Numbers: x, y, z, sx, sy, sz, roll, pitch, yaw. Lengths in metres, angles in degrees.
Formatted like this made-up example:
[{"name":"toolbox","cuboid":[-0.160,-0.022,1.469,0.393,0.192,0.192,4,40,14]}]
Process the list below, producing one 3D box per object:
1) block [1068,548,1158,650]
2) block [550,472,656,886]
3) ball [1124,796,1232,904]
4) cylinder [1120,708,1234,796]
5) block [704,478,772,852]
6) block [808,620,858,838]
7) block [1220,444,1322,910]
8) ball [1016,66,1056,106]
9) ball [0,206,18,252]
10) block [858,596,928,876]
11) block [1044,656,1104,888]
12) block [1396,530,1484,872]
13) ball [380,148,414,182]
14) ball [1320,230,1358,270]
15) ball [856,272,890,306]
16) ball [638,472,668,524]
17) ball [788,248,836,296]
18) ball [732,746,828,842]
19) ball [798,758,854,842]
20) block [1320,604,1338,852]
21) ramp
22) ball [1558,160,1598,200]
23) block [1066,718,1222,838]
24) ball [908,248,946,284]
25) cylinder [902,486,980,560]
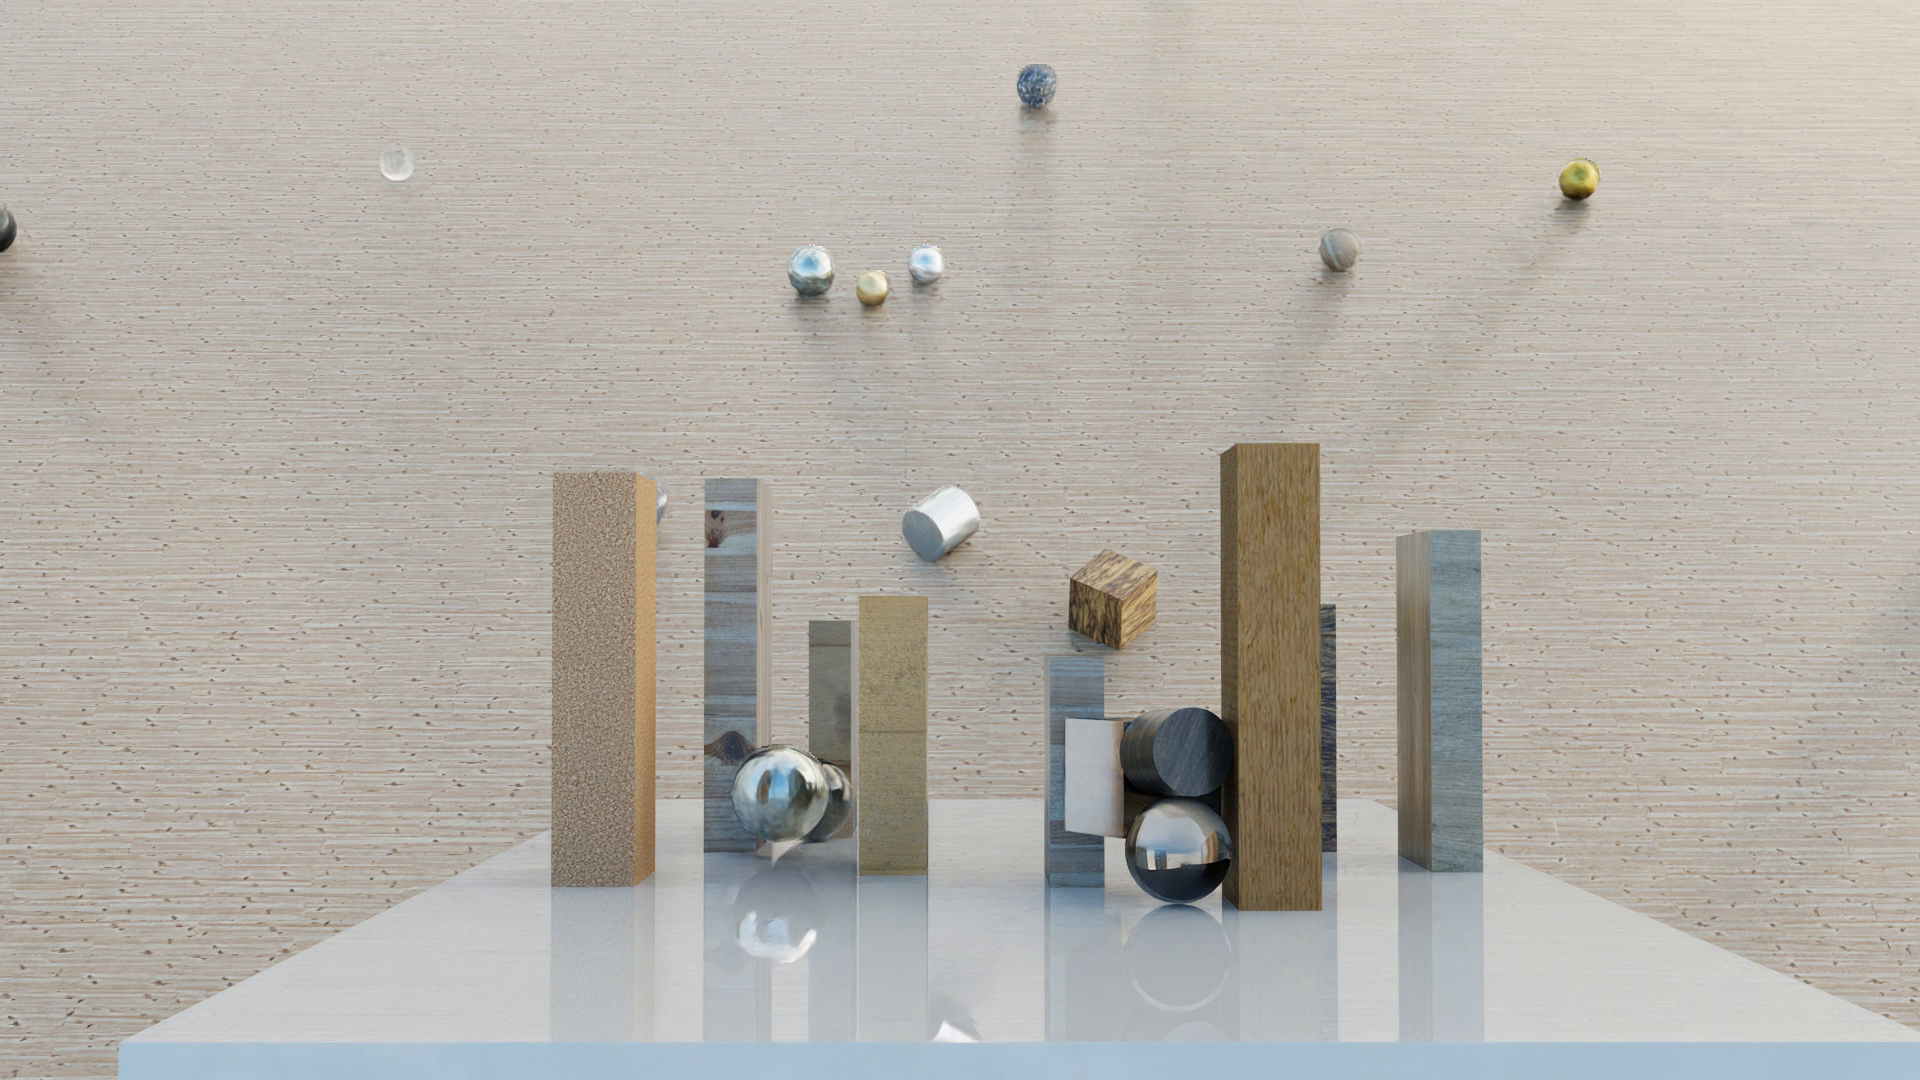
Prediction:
[{"name":"block","cuboid":[0.444,0.172,7.548,0.182,0.182,0.182,23,41,29]},{"name":"block","cuboid":[-0.643,0.249,4.711,0.147,0.726,0.305,0,-2,0]},{"name":"ball","cuboid":[0.359,0.509,4.269,0.177,0.177,0.177,0,35,0]},{"name":"cylinder","cuboid":[0.356,0.349,4.278,0.144,0.144,0.144,-14,-1,-19]},{"name":"block","cuboid":[-0.464,0.259,5.465,0.106,0.755,0.436,0,-2,0]},{"name":"block","cuboid":[-0.280,0.413,5.762,0.091,0.468,0.331,0,-2,0]},{"name":"block","cuboid":[0.513,0.224,4.310,0.133,0.750,0.275,0,-2,0]},{"name":"ball","cuboid":[0.306,-1.812,10.375,0.160,0.160,0.160,0,35,0]},{"name":"ball","cuboid":[-3.502,-1.123,9.380,0.184,0.184,0.184,0,35,0]},{"name":"block","cuboid":[-0.123,0.363,4.913,0.124,0.511,0.306,0,-2,0]},{"name":"block","cuboid":[0.205,0.411,4.690,0.095,0.401,0.312,0,-2,0]},{"name":"block","cuboid":[0.921,0.305,5.005,0.095,0.634,0.373,0,-2,0]},{"name":"ball","cuboid":[-2.134,-1.423,9.856,0.125,0.125,0.125,0,35,0]},{"name":"ball","cuboid":[1.356,-1.036,9.294,0.141,0.141,0.141,0,35,0]},{"name":"ball","cuboid":[-0.305,-0.877,9.090,0.117,0.117,0.117,0,35,0]},{"name":"ball","cuboid":[-0.989,-0.117,7.956,0.185,0.185,0.185,0,35,0]},{"name":"ball","cuboid":[-0.522,-0.944,9.140,0.169,0.169,0.169,0,35,0]},{"name":"ball","cuboid":[-0.358,0.505,5.159,0.191,0.191,0.191,0,35,0]},{"name":"ball","cuboid":[-0.315,0.549,5.503,0.178,0.178,0.178,0,35,0]},{"name":"block","cuboid":[0.720,0.386,5.452,0.083,0.500,0.398,0,-2,0]},{"name":"ramp","cuboid":[0.078,0.667,4.845,2.000,0.100,4.000,0,-2,0]},{"name":"ball","cuboid":[2.318,-1.347,9.729,0.146,0.146,0.146,0,35,0]},{"name":"block","cuboid":[0.313,0.405,4.457,0.194,0.194,0.194,1,-2,-28]},{"name":"ball","cuboid":[-0.118,-0.972,9.212,0.131,0.131,0.131,0,35,0]},{"name":"cylinder","cuboid":[-0.058,-0.050,7.876,0.167,0.167,0.167,25,43,31]}]
